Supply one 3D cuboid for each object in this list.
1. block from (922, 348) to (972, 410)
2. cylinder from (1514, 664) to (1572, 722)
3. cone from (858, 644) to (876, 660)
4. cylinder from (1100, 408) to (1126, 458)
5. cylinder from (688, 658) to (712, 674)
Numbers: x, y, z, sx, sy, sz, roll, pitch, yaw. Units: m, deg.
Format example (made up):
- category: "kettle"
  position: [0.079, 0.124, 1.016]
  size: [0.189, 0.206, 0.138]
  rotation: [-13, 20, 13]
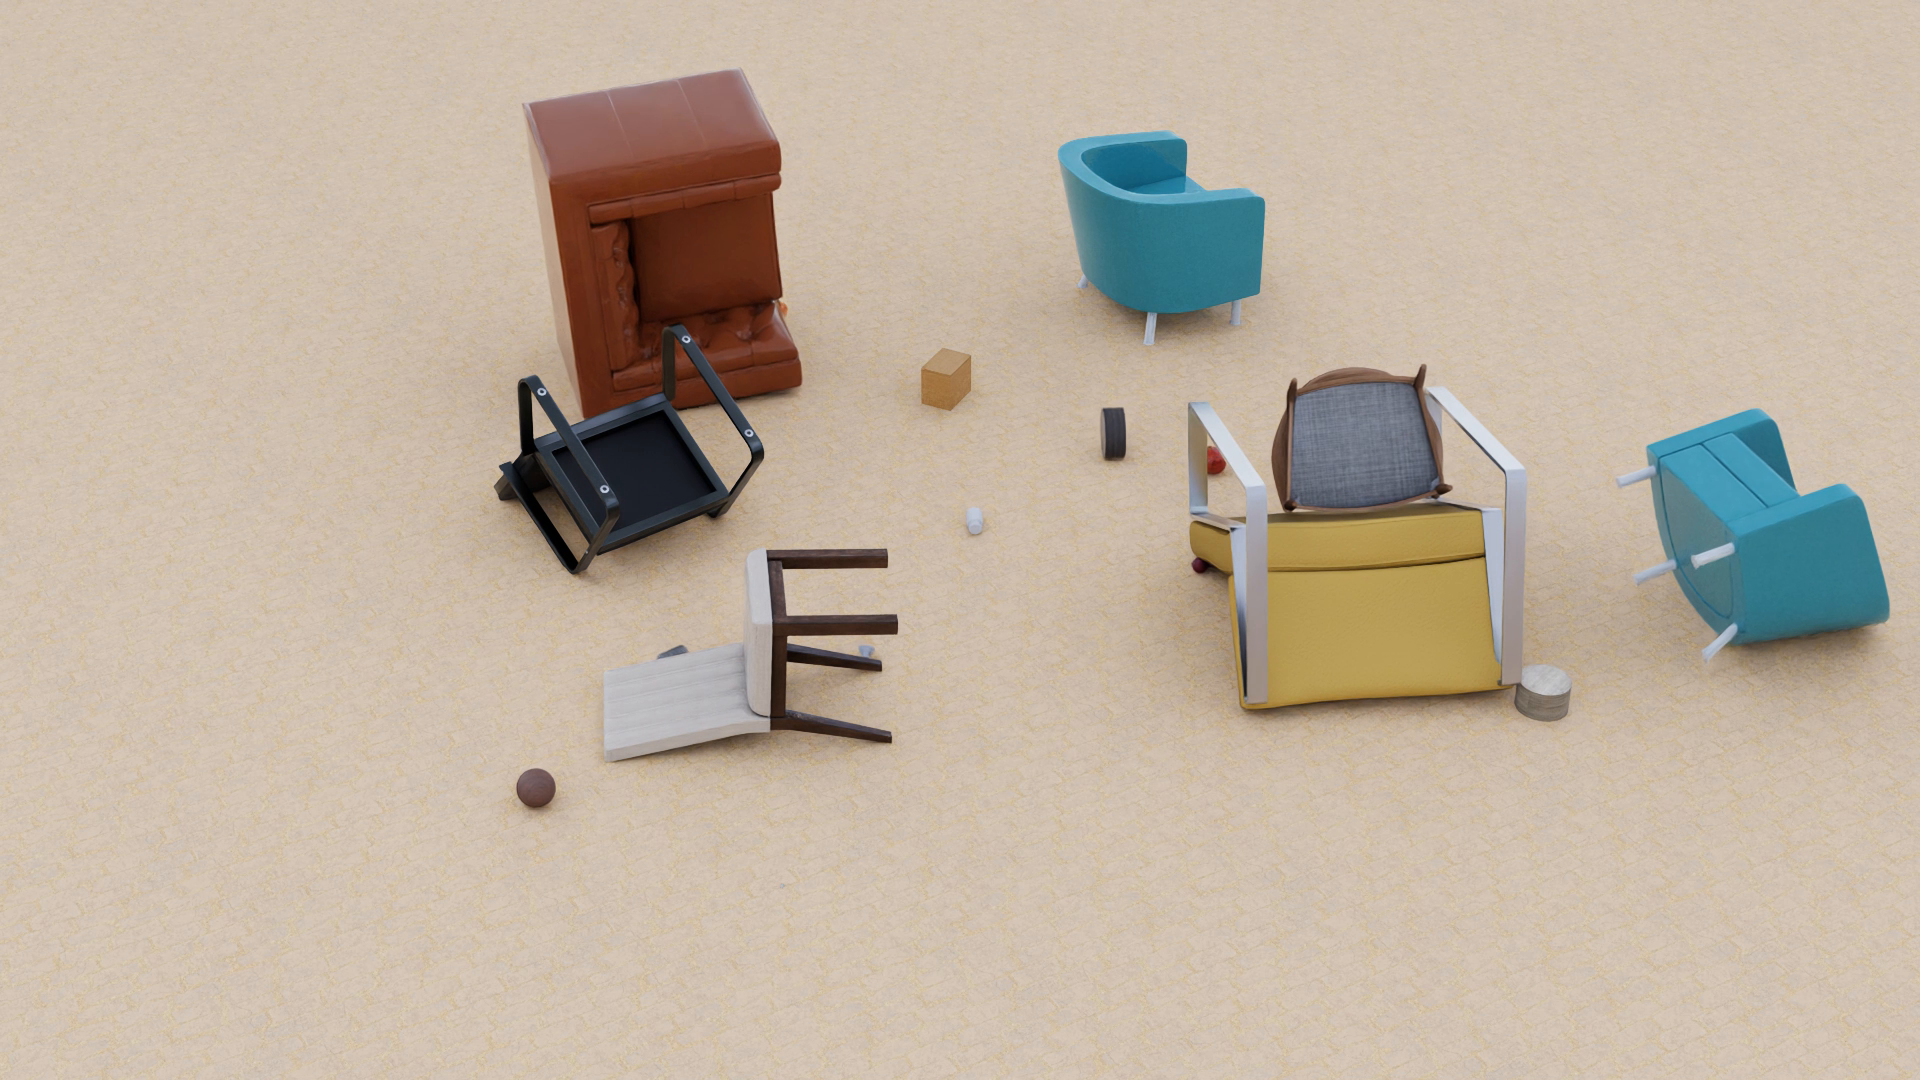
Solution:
- category: "block"
  position: [-0.055, -0.646, 11.774]
  size: [0.131, 0.165, 0.183]
  rotation: [16, 37, 22]
- category: "cylinder"
  position: [1.998, 0.524, 10.048]
  size: [0.188, 0.112, 0.174]
  rotation: [29, 43, 36]
- category: "cone"
  position: [-0.333, 0.405, 10.307]
  size: [0.064, 0.050, 0.057]
  rotation: [-7, 54, 32]
- category: "cylinder"
  position: [0.596, -0.417, 11.405]
  size: [0.081, 0.194, 0.161]
  rotation: [-3, 11, -4]
- category: "cylinder"
  position: [-0.906, 0.440, 10.234]
  size: [0.080, 0.047, 0.068]
  rotation: [-5, 30, -7]
